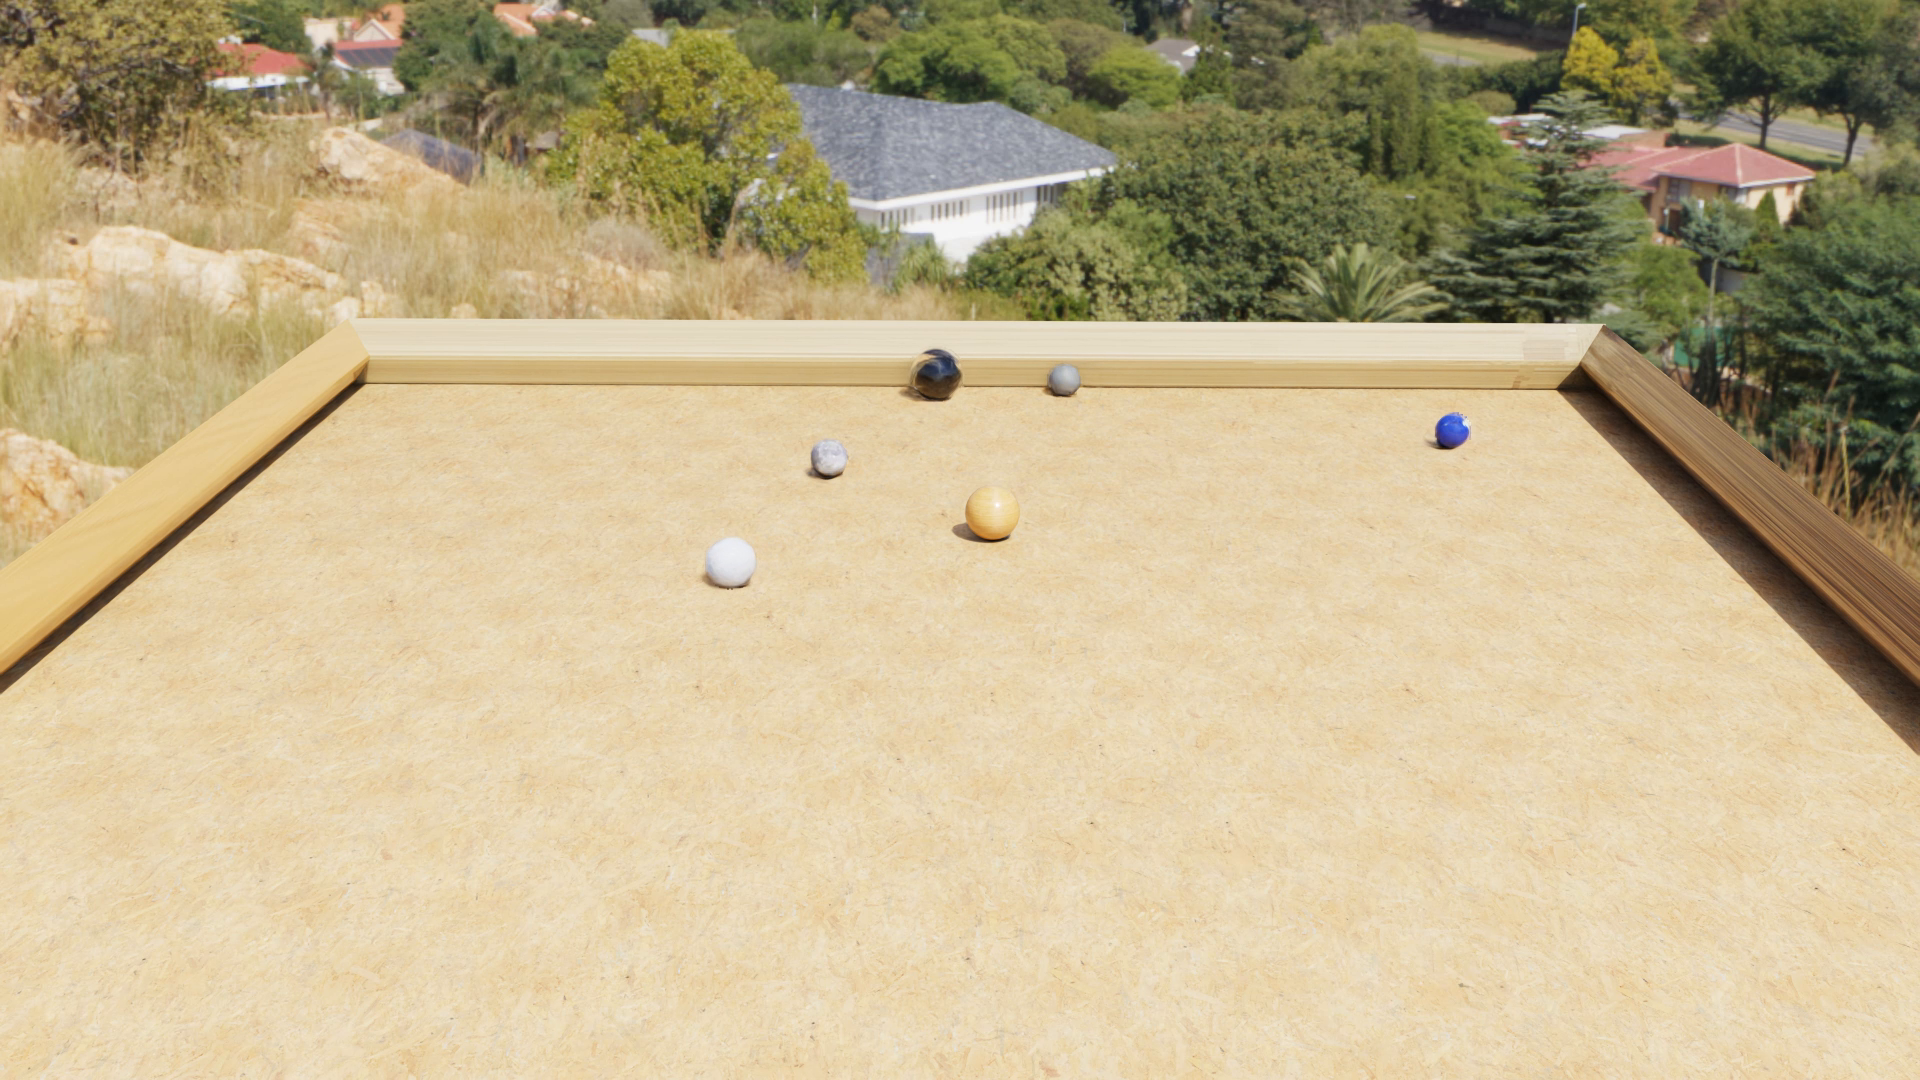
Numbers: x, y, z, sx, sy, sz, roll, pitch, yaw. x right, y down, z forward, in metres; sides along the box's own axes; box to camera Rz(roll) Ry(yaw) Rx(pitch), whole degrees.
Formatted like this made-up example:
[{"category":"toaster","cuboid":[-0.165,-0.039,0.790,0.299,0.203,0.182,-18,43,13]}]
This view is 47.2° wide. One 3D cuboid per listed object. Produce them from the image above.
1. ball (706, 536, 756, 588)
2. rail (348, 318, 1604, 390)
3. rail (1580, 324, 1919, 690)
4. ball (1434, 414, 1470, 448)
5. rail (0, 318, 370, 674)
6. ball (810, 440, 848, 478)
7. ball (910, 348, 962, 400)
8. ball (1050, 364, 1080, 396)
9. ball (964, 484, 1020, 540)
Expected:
[{"category":"ball","cuboid":[-0.271,0.026,2.601,0.059,0.059,0.059,0,18,0]},{"category":"rail","cuboid":[0.019,-0.293,3.521,2.019,0.106,0.045,0,18,1]},{"category":"rail","cuboid":[0.966,0.262,1.784,0.045,0.106,3.651,0,18,1]},{"category":"ball","cuboid":[0.714,-0.158,3.193,0.050,0.050,0.050,0,18,0]},{"category":"rail","cuboid":[-1.005,0.249,1.824,0.045,0.106,3.651,0,18,1]},{"category":"ball","cuboid":[-0.181,-0.113,3.050,0.052,0.052,0.052,0,18,0]},{"category":"ball","cuboid":[-0.037,-0.261,3.465,0.082,0.082,0.082,0,18,0]},{"category":"ball","cuboid":[0.167,-0.254,3.494,0.050,0.050,0.050,0,18,0]},{"category":"ball","cuboid":[0.041,-0.035,2.775,0.070,0.070,0.070,0,18,0]}]
